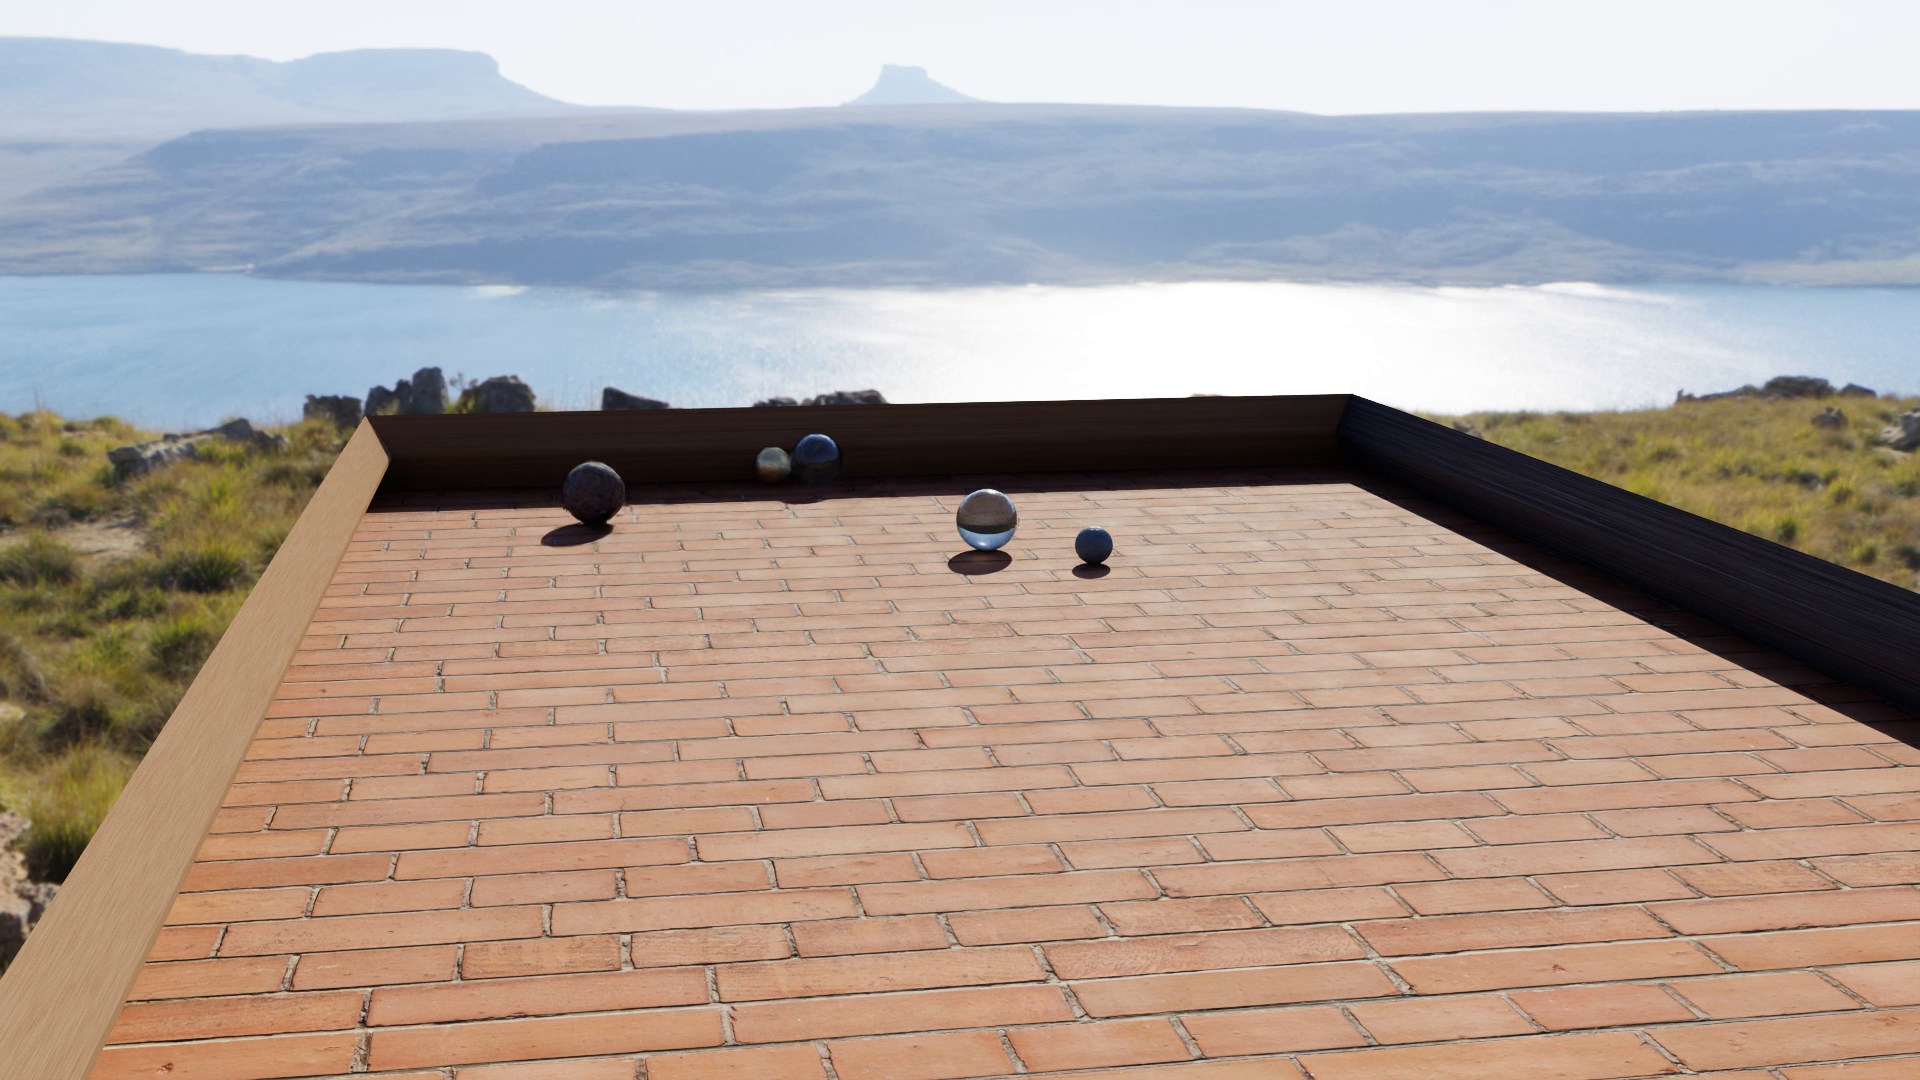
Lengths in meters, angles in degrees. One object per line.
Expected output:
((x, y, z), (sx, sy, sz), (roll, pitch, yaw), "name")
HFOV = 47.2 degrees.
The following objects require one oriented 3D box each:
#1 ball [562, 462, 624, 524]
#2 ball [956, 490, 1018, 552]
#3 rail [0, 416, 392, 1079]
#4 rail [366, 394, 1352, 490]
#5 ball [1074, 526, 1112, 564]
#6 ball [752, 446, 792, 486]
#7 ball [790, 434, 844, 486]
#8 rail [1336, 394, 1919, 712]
((-0.573, -0.073, 3.436), (0.097, 0.097, 0.097), (0, 11, 0), "ball")
((0.039, -0.029, 3.226), (0.091, 0.091, 0.091), (0, 11, 0), "ball")
((-0.696, 0.162, 2.141), (0.045, 0.126, 3.321), (-2, 11, -10), "rail")
((-0.142, -0.173, 3.870), (1.758, 0.126, 0.045), (-2, 11, -10), "rail")
((0.191, 0.007, 3.135), (0.054, 0.054, 0.054), (0, 11, 0), "ball")
((-0.324, -0.128, 3.799), (0.067, 0.067, 0.067), (0, 11, 0), "ball")
((-0.247, -0.137, 3.780), (0.092, 0.092, 0.092), (0, 11, 0), "ball")
((0.988, 0.105, 2.435), (0.045, 0.126, 3.321), (-2, 11, -10), "rail")
